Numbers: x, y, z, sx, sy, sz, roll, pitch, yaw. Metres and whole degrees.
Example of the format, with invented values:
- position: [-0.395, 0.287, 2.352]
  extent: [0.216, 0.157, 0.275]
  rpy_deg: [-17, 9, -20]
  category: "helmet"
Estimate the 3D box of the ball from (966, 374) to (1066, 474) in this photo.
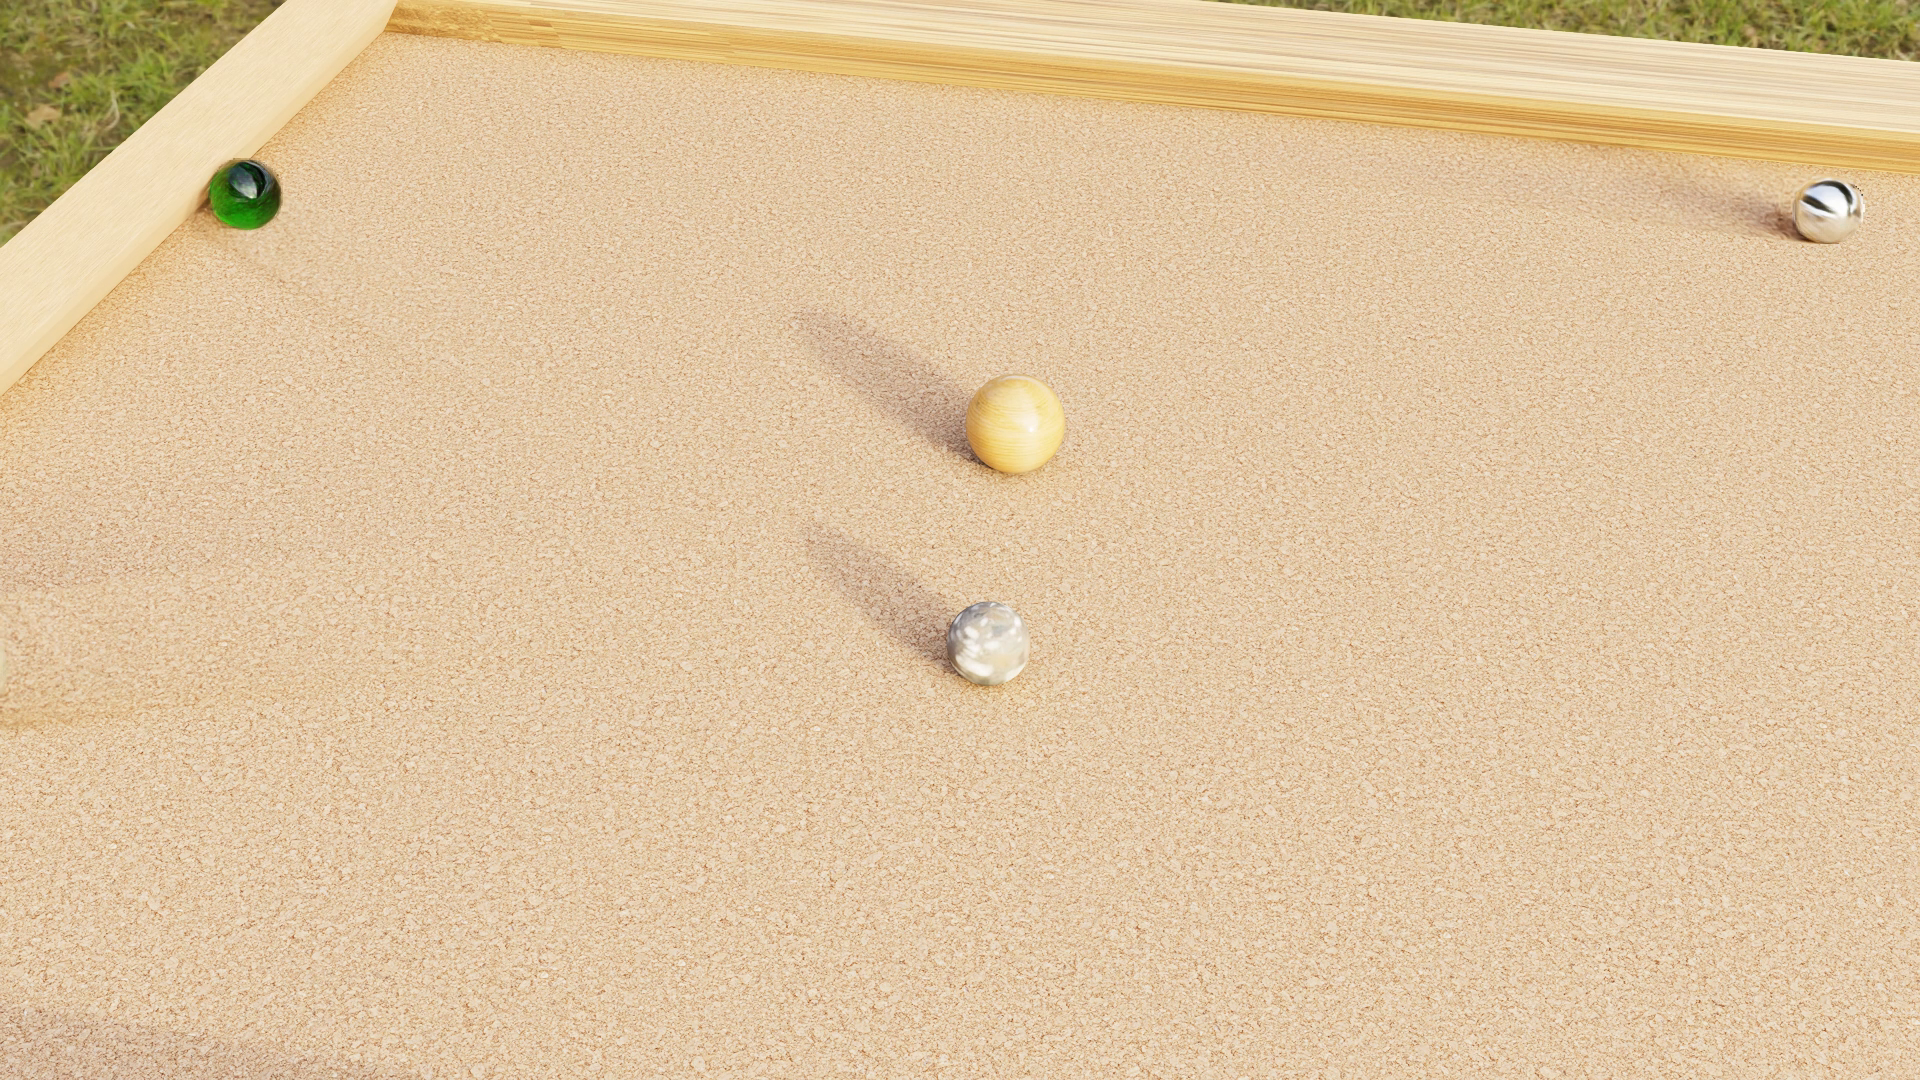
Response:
- position: [0.046, -0.097, 2.127]
  extent: [0.083, 0.083, 0.083]
  rpy_deg: [0, 34, 0]
  category: "ball"

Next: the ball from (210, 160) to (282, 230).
- position: [-0.695, -0.335, 2.496]
  extent: [0.068, 0.068, 0.068]
  rpy_deg: [0, 34, 0]
  category: "ball"

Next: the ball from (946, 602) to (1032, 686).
- position: [0.021, 0.076, 1.890]
  extent: [0.062, 0.062, 0.062]
  rpy_deg: [0, 34, 0]
  category: "ball"

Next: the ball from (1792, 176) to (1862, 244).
- position: [0.836, -0.318, 2.473]
  extent: [0.064, 0.064, 0.064]
  rpy_deg: [0, 34, 0]
  category: "ball"

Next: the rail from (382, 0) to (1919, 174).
- position: [1.058, -0.398, 2.541]
  extent: [3.530, 0.119, 0.045]
  rpy_deg: [7, 35, 11]
  category: "rail"

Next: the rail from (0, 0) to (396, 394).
- position: [-0.837, -0.128, 2.140]
  extent: [0.045, 0.119, 1.832]
  rpy_deg: [7, 35, 11]
  category: "rail"

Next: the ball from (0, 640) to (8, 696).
- position: [-0.731, 0.093, 1.840]
  extent: [0.091, 0.091, 0.091]
  rpy_deg: [0, 34, 0]
  category: "ball"
